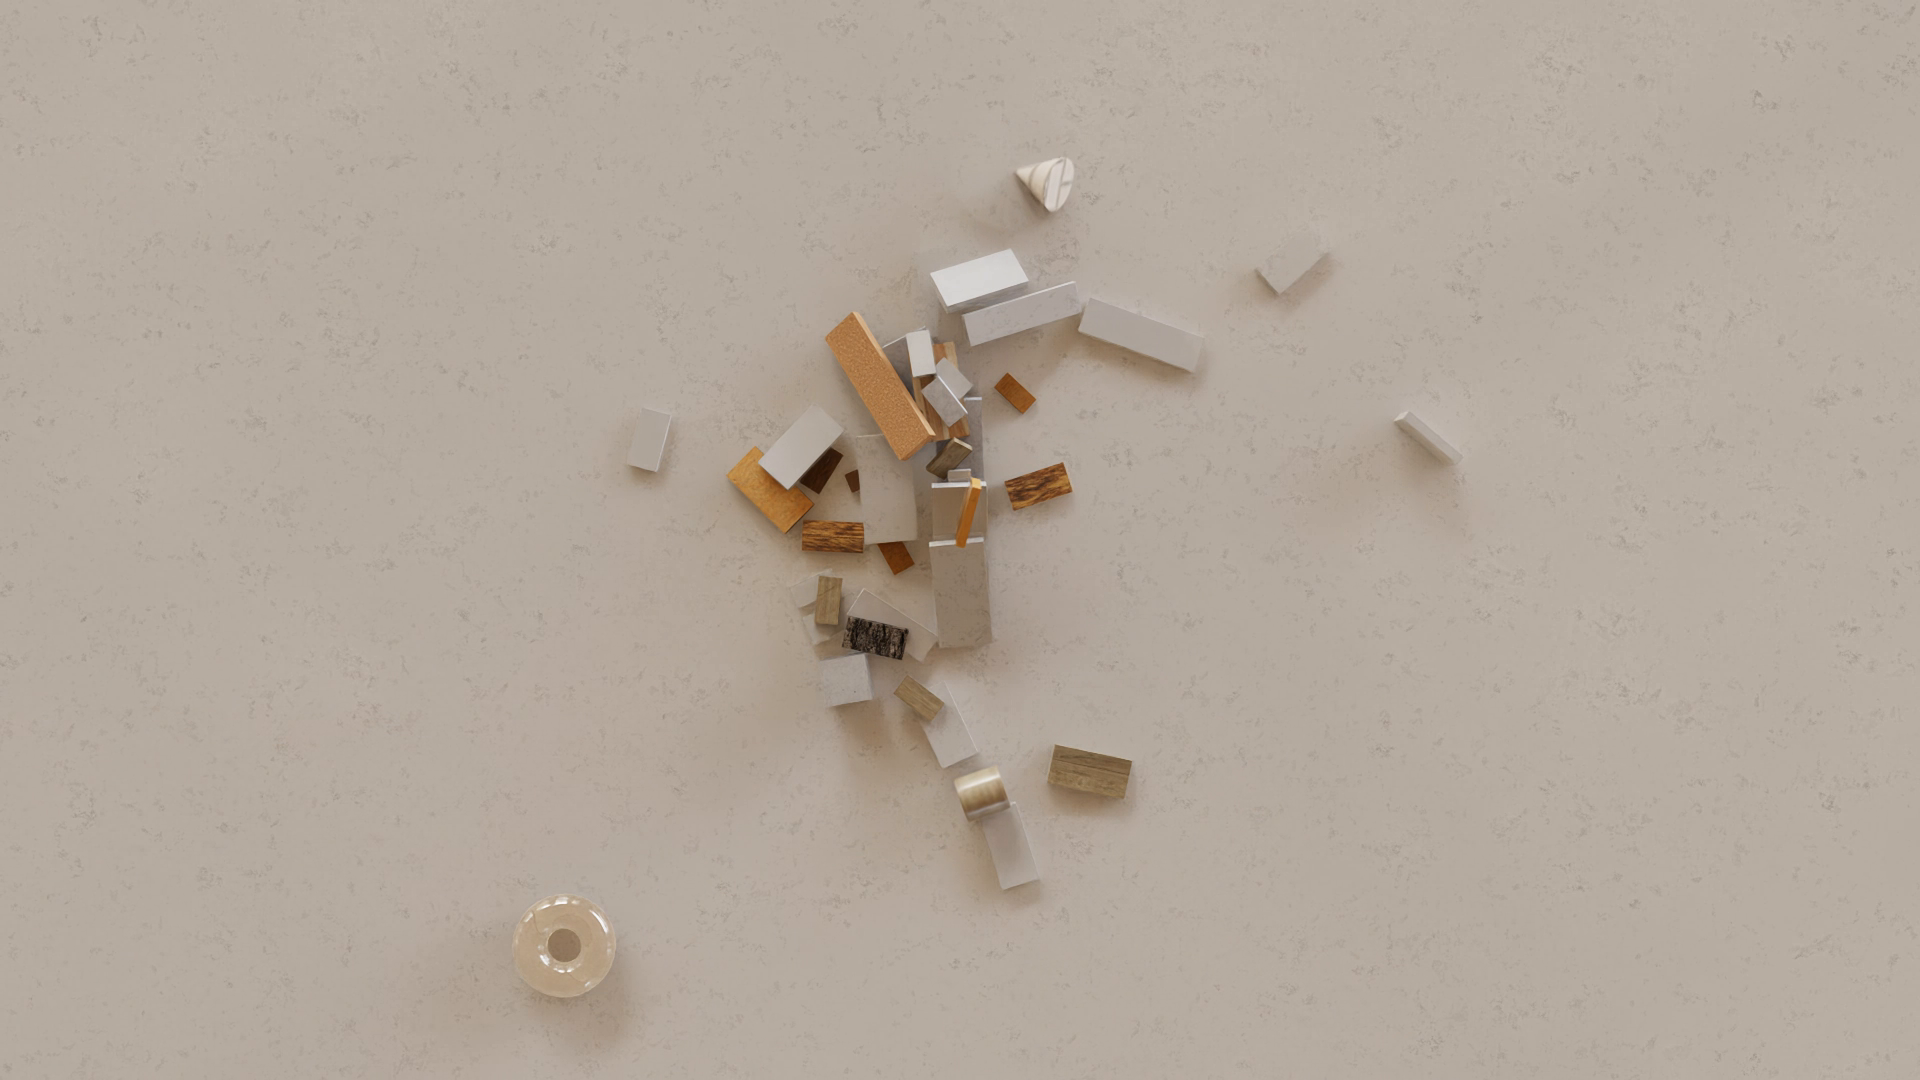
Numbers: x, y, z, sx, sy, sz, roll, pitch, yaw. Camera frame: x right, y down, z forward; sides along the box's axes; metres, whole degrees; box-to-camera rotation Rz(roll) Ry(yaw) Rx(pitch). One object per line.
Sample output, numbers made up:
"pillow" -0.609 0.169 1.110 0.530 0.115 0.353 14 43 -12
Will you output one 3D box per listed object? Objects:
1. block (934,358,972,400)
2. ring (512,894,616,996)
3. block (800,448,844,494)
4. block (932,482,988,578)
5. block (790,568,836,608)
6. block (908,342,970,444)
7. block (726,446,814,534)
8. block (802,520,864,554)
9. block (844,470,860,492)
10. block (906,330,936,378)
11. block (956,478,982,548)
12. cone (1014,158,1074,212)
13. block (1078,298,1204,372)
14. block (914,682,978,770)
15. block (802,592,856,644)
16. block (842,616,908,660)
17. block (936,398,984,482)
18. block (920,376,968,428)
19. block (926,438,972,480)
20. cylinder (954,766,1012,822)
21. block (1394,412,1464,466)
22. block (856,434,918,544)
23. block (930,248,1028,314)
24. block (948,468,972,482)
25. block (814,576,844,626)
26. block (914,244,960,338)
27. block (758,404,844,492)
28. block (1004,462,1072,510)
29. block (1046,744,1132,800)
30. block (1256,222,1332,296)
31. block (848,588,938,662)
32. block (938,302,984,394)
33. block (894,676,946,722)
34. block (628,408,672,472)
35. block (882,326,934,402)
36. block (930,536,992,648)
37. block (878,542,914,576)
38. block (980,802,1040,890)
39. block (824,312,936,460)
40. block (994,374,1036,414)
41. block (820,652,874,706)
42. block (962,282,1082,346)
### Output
"block" -0.028 -0.521 5.326 0.131 0.019 0.066 44 91 1
"ring" -1.306 1.339 5.445 0.339 0.113 0.339 0 89 -1
"block" -0.460 -0.237 5.489 0.077 0.022 0.154 32 90 0
"block" 0.002 -0.013 5.419 0.177 0.050 0.354 -2 109 0
"block" -0.483 0.162 5.489 0.154 0.022 0.077 -24 90 0
"block" -0.069 -0.478 5.358 0.154 0.044 0.309 -10 90 1
"block" -0.630 -0.166 5.481 0.275 0.039 0.137 45 90 0
"block" -0.421 -0.011 5.486 0.203 0.029 0.102 3 90 0
"block" -0.311 -0.212 5.491 0.131 0.019 0.066 -23 90 0
"block" -0.125 -0.599 5.319 0.075 0.021 0.149 -10 75 1
"block" 0.027 -0.087 5.313 0.029 0.103 0.206 14 108 -5
"cone" 0.251 -1.198 5.460 0.178 0.178 0.178 23 90 27
"block" 0.602 -0.681 5.483 0.405 0.033 0.117 20 90 0
"block" -0.055 0.614 5.482 0.131 0.037 0.261 -25 90 0
"block" -0.420 0.261 5.486 0.194 0.028 0.097 -28 90 0
"block" -0.279 0.323 5.438 0.203 0.029 0.102 13 99 -4
"block" -0.001 -0.311 5.438 0.154 0.044 0.309 -2 104 1
"block" -0.051 -0.445 5.315 0.075 0.021 0.149 -38 91 14
"block" -0.036 -0.266 5.380 0.075 0.021 0.149 26 124 -30
"cylinder" 0.074 0.834 5.426 0.148 0.148 0.148 -19 90 0
"block" 1.546 -0.334 5.442 0.233 0.117 0.033 40 90 0
"block" -0.240 -0.171 5.432 0.177 0.050 0.354 -5 96 -2
"block" 0.063 -0.851 5.416 0.290 0.041 0.145 -19 63 -14
"block" 0.001 -0.156 5.410 0.075 0.021 0.150 -3 107 0
"block" -0.435 0.200 5.462 0.078 0.022 0.156 6 87 2
"block" -0.056 -0.827 5.479 0.145 0.041 0.290 -11 90 0
"block" -0.524 -0.306 5.452 0.137 0.039 0.275 42 81 5
"block" 0.260 -0.177 5.485 0.206 0.029 0.103 -18 90 0
"block" 0.429 0.768 5.482 0.261 0.037 0.131 12 90 0
"block" 1.107 -0.934 5.483 0.233 0.033 0.117 -42 90 0
"block" -0.223 0.283 5.468 0.295 0.029 0.102 33 90 -7
"block" -0.003 -0.636 5.446 0.145 0.041 0.290 3 103 0
"block" -0.135 0.523 5.452 0.156 0.022 0.078 37 90 0
"block" -1.032 -0.333 5.486 0.097 0.028 0.194 15 90 0
"block" -0.116 -0.531 5.429 0.154 0.044 0.309 -25 103 7
"block" 0.004 0.174 5.423 0.177 0.050 0.354 -5 107 0
"block" -0.221 0.032 5.489 0.077 0.022 0.154 -29 90 0
"block" 0.162 1.015 5.482 0.130 0.037 0.261 -18 90 0
"block" -0.264 -0.503 5.384 0.137 0.039 0.507 -39 72 24
"block" 0.184 -0.488 5.491 0.131 0.019 0.066 43 90 0
"block" -0.371 0.456 5.426 0.149 0.149 0.149 -10 90 0
"block" 0.204 -0.745 5.425 0.400 0.029 0.103 -19 109 -13
